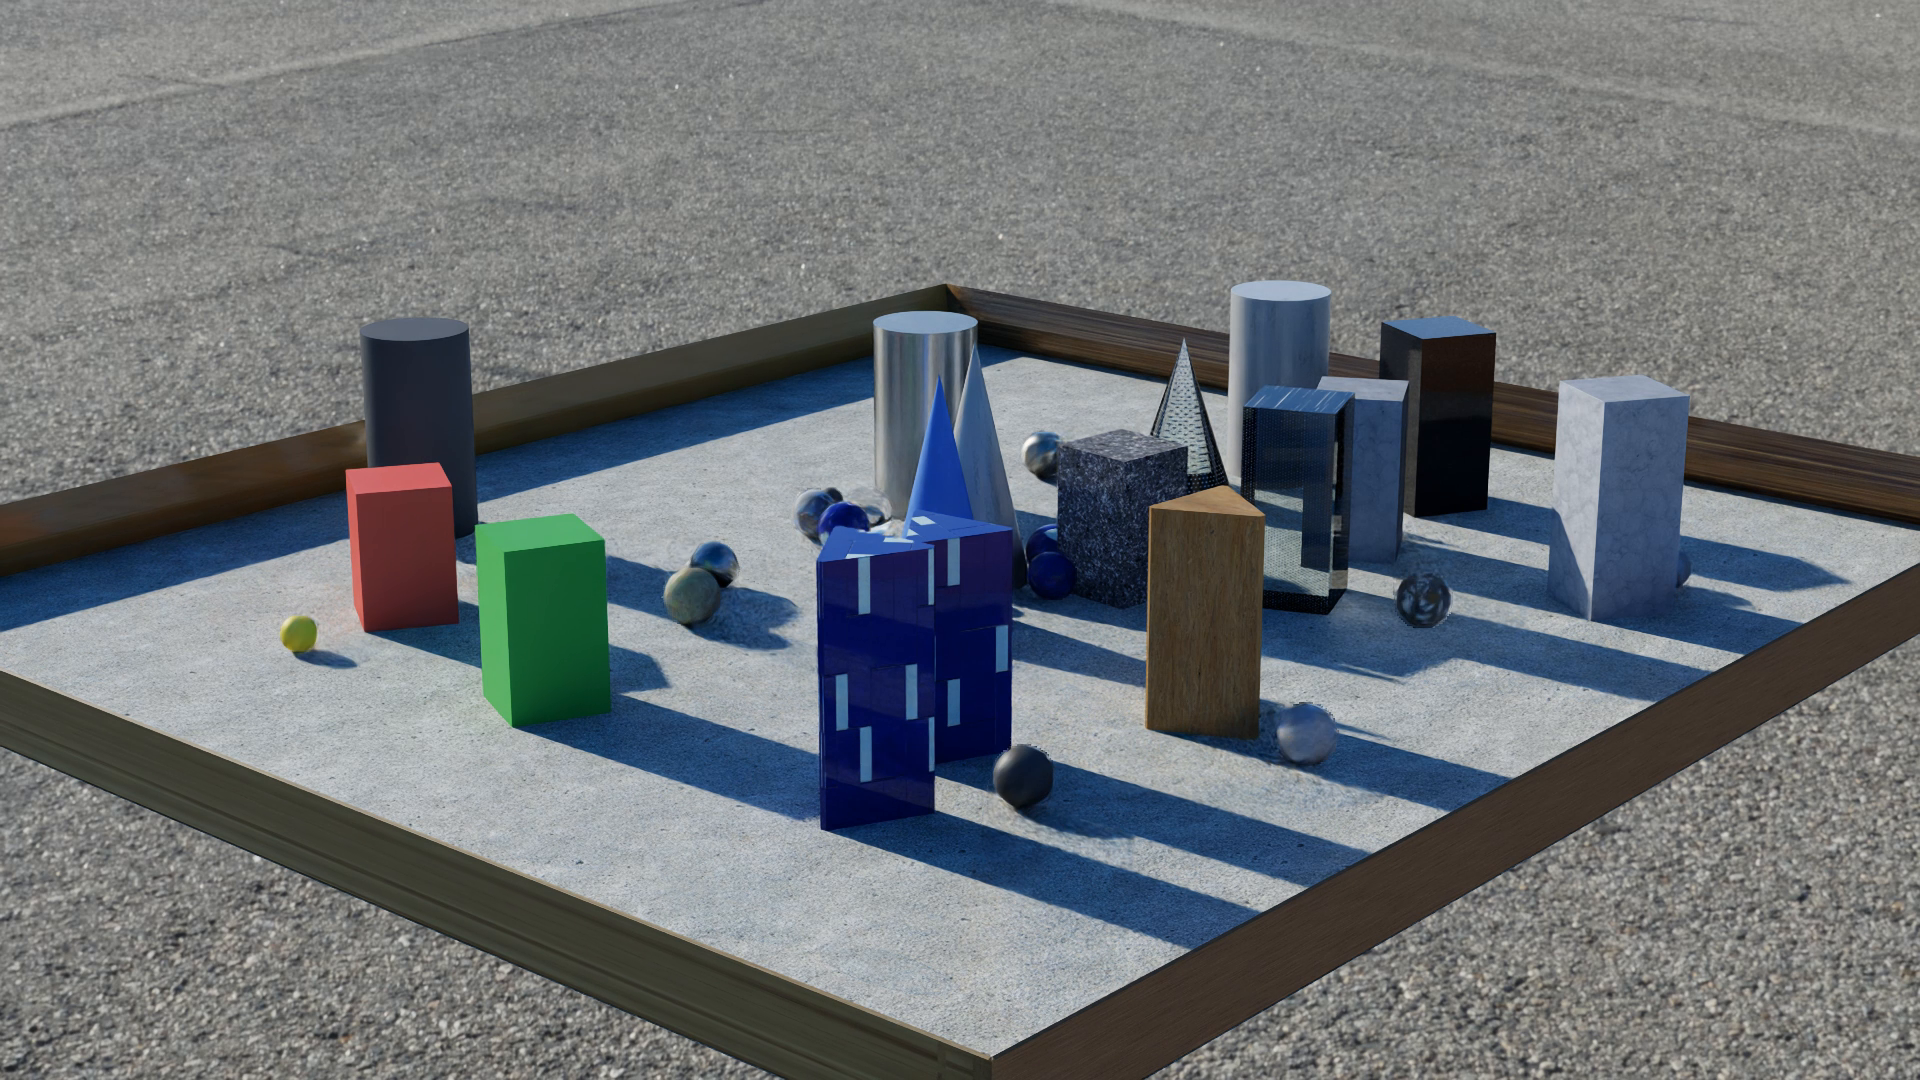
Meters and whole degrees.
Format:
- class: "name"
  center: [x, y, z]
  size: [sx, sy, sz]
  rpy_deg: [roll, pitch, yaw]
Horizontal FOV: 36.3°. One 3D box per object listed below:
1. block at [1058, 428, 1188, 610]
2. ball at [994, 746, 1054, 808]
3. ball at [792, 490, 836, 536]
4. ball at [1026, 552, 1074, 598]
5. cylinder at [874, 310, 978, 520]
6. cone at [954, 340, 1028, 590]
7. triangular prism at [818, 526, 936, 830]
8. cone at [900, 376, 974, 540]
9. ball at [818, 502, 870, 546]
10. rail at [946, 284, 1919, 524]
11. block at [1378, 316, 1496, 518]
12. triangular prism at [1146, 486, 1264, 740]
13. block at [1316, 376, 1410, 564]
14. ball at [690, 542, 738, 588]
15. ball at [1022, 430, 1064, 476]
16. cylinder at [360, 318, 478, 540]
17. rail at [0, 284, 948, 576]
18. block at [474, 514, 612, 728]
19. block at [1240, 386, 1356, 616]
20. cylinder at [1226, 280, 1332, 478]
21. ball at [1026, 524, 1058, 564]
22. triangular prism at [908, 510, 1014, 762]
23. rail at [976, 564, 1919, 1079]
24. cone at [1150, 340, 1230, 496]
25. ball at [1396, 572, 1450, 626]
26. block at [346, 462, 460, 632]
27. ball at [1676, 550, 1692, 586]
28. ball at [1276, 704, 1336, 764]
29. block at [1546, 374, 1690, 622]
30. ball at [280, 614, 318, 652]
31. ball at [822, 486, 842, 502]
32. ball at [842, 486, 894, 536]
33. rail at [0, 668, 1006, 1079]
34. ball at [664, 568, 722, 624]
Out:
- class: "block"
  center: [0.283, -0.039, 5.125]
  size: [0.159, 0.264, 0.159]
  rpy_deg: [-15, 23, -41]
- class: "ball"
  center: [0.091, 0.338, 4.183]
  size: [0.087, 0.087, 0.087]
  rpy_deg: [0, 17, 0]
- class: "ball"
  center: [-0.271, -0.050, 5.467]
  size: [0.088, 0.088, 0.088]
  rpy_deg: [0, 17, 0]
- class: "ball"
  center: [0.158, 0.061, 5.109]
  size: [0.083, 0.083, 0.083]
  rpy_deg: [0, 17, 0]
- class: "cylinder"
  center: [-0.066, -0.238, 5.611]
  size: [0.199, 0.366, 0.199]
  rpy_deg: [0, 17, 0]
- class: "cone"
  center: [0.026, -0.141, 5.167]
  size: [0.199, 0.435, 0.199]
  rpy_deg: [0, 17, 0]
- class: "triangular prism"
  center: [-0.144, 0.188, 4.147]
  size: [0.172, 0.394, 0.149]
  rpy_deg: [-7, 18, -23]
- class: "cone"
  center: [-0.034, -0.068, 4.927]
  size: [0.199, 0.434, 0.199]
  rpy_deg: [0, 17, 0]
- class: "ball"
  center: [-0.212, -0.022, 5.358]
  size: [0.098, 0.098, 0.098]
  rpy_deg: [0, 17, 0]
- class: "rail"
  center: [0.978, -0.293, 6.198]
  size: [2.722, 0.129, 0.045]
  rpy_deg: [14, 22, 39]
- class: "block"
  center: [0.913, -0.239, 5.644]
  size: [0.159, 0.349, 0.159]
  rpy_deg: [-6, 18, -20]
- class: "triangular prism"
  center: [0.387, 0.106, 4.491]
  size: [0.172, 0.353, 0.149]
  rpy_deg: [5, 17, 15]
- class: "block"
  center: [0.728, -0.129, 5.357]
  size: [0.159, 0.303, 0.159]
  rpy_deg: [4, 17, 12]
- class: "ball"
  center: [-0.433, 0.045, 5.157]
  size: [0.086, 0.086, 0.086]
  rpy_deg: [0, 17, 0]
- class: "ball"
  center: [0.168, -0.173, 5.870]
  size: [0.092, 0.092, 0.092]
  rpy_deg: [0, 17, 0]
- class: "cylinder"
  center: [-1.008, -0.206, 5.472]
  size: [0.199, 0.385, 0.199]
  rpy_deg: [0, 17, 0]
- class: "rail"
  center: [-1.010, -0.221, 5.959]
  size: [0.045, 0.129, 3.031]
  rpy_deg: [14, 22, 39]
- class: "block"
  center: [-0.648, 0.123, 4.559]
  size: [0.159, 0.281, 0.159]
  rpy_deg: [-8, 18, -24]
- class: "block"
  center: [0.582, -0.070, 5.072]
  size: [0.159, 0.356, 0.159]
  rpy_deg: [6, 18, 18]
- class: "cylinder"
  center: [0.638, -0.319, 5.876]
  size: [0.199, 0.368, 0.199]
  rpy_deg: [0, 17, 0]
- class: "ball"
  center: [0.166, 0.021, 5.213]
  size: [0.099, 0.099, 0.099]
  rpy_deg: [0, 17, 0]
- class: "triangular prism"
  center: [-0.031, 0.141, 4.386]
  size: [0.172, 0.347, 0.149]
  rpy_deg: [-8, 18, -25]
- class: "rail"
  center: [1.010, 0.285, 4.280]
  size: [0.045, 0.129, 3.031]
  rpy_deg: [14, 22, 39]
- class: "cone"
  center: [0.436, -0.248, 5.748]
  size: [0.199, 0.306, 0.199]
  rpy_deg: [0, 17, 0]
- class: "ball"
  center: [0.784, 0.100, 4.962]
  size: [0.091, 0.091, 0.091]
  rpy_deg: [0, 17, 0]
- class: "block"
  center: [-0.951, 0.011, 4.999]
  size: [0.159, 0.242, 0.159]
  rpy_deg: [-5, 18, -17]
- class: "ball"
  center: [1.253, 0.049, 5.169]
  size: [0.070, 0.070, 0.070]
  rpy_deg: [0, 17, 0]
- class: "ball"
  center: [0.513, 0.287, 4.348]
  size: [0.088, 0.088, 0.088]
  rpy_deg: [0, 17, 0]
- class: "block"
  center: [1.128, -0.074, 5.035]
  size: [0.159, 0.384, 0.159]
  rpy_deg: [-5, 17, -16]
- class: "ball"
  center: [-1.091, 0.154, 4.837]
  size: [0.061, 0.061, 0.061]
  rpy_deg: [0, 17, 0]
- class: "ball"
  center: [-0.249, -0.080, 5.640]
  size: [0.045, 0.045, 0.045]
  rpy_deg: [0, 17, 0]
- class: "ball"
  center: [-0.174, -0.049, 5.445]
  size: [0.099, 0.099, 0.099]
  rpy_deg: [0, 17, 0]
- class: "rail"
  center: [-0.978, 0.357, 4.041]
  size: [2.722, 0.129, 0.045]
  rpy_deg: [14, 22, 39]
- class: "ball"
  center: [-0.454, 0.094, 4.973]
  size: [0.097, 0.097, 0.097]
  rpy_deg: [0, 17, 0]
